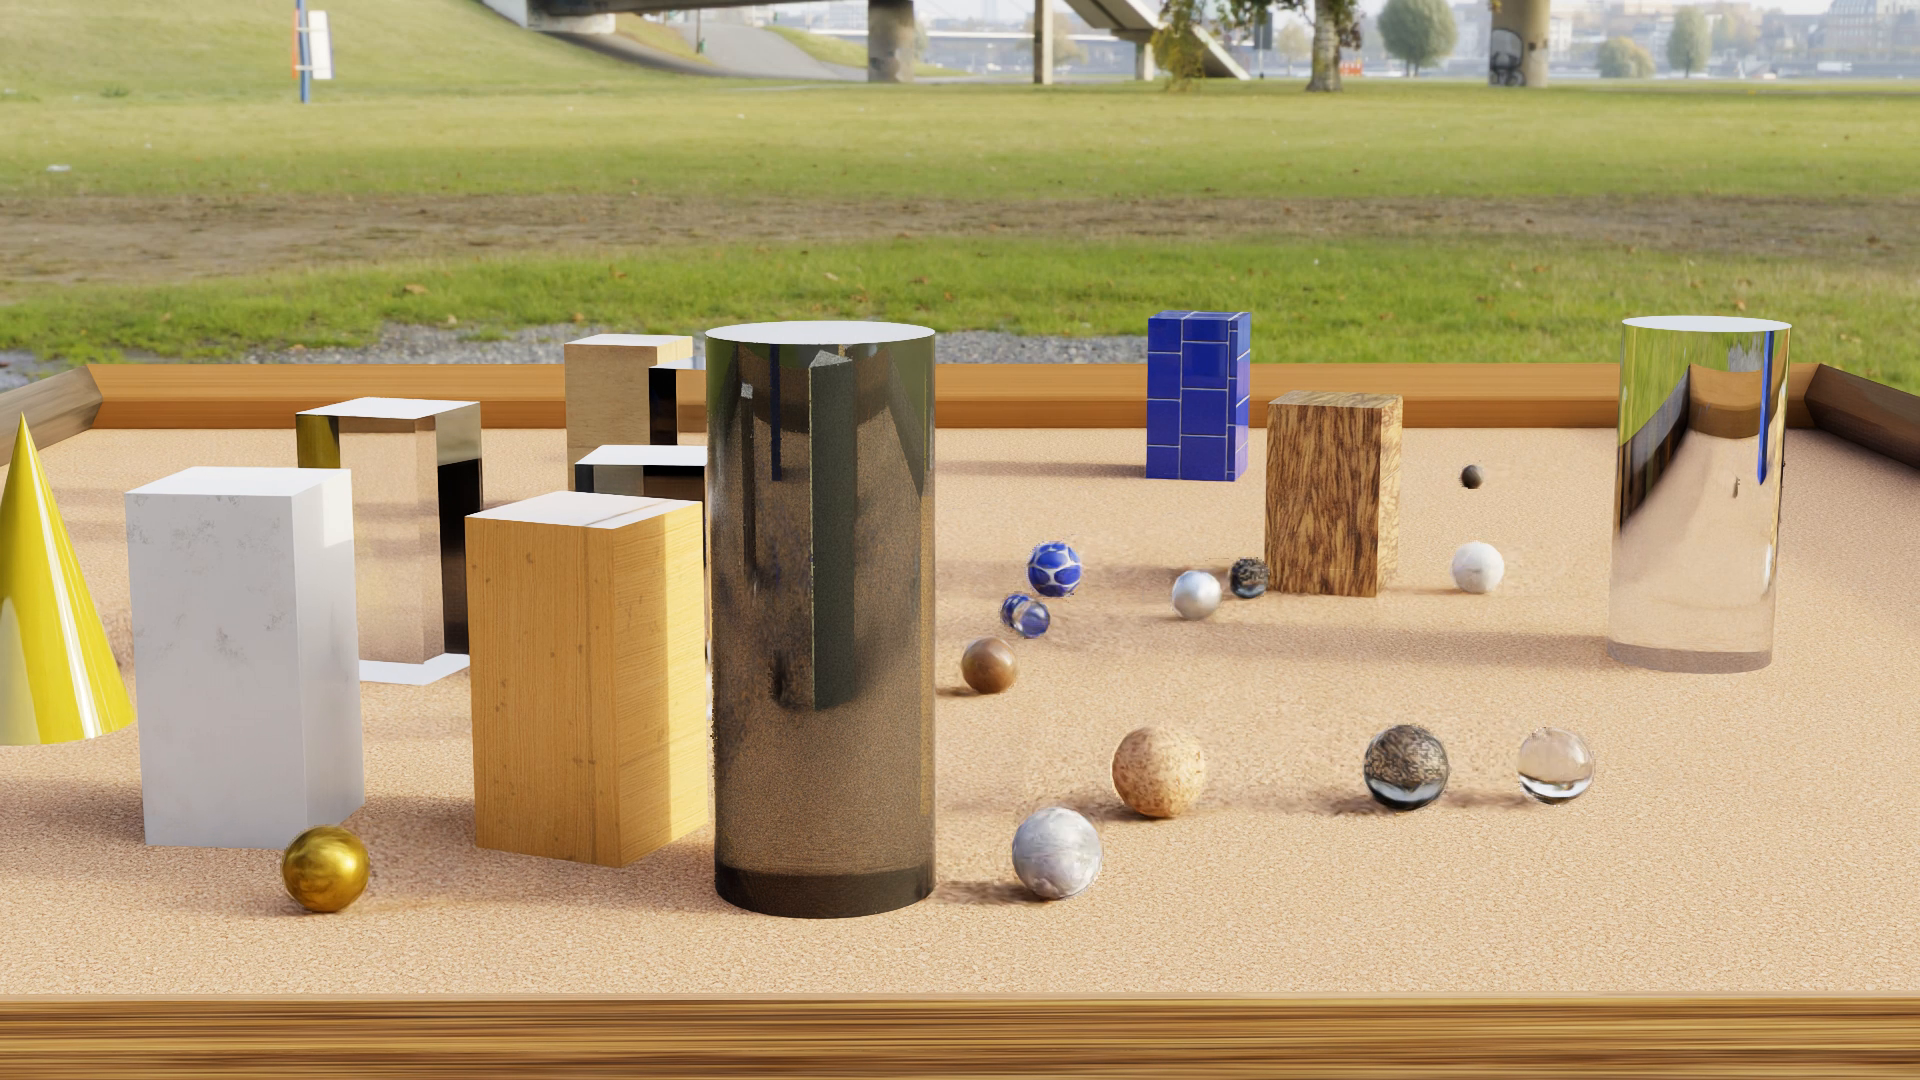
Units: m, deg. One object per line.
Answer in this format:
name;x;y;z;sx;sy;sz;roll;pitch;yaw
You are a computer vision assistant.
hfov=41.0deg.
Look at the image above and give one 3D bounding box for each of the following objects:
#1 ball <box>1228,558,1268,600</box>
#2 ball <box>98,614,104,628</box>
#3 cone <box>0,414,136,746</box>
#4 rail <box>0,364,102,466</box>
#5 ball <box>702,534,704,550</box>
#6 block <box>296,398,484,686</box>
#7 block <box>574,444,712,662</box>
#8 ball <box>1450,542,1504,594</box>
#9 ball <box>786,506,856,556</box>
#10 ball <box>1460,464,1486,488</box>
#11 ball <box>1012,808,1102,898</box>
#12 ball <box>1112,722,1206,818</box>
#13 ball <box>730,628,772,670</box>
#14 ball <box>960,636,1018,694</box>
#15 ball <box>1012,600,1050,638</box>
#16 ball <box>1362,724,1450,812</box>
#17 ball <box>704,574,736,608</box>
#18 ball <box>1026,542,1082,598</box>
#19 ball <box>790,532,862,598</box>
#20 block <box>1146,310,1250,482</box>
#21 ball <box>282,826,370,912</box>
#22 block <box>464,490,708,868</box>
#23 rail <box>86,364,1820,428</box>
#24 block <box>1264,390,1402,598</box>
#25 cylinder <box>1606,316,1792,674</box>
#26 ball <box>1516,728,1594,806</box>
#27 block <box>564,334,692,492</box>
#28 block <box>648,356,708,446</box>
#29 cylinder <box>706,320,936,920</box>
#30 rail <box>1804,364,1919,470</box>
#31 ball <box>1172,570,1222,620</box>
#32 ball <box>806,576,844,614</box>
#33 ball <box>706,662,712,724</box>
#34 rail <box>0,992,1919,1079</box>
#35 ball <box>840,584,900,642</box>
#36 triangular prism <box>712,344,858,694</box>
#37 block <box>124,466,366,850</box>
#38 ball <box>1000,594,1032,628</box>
ball;0.398;0.053;3.547;0.056;0.056;0.056;0;10;0
ball;-1.101;0.112;3.180;0.075;0.075;0.075;0;10;0
cone;-1.030;0.032;2.849;0.199;0.352;0.199;0;10;0
rail;-1.736;0.035;3.439;0.045;0.130;3.594;0;10;0
ball;-0.411;0.003;3.792;0.068;0.068;0.068;0;10;0
block;-0.688;-0.002;3.123;0.160;0.320;0.160;3;11;17
block;-0.383;0.017;3.214;0.160;0.250;0.160;1;11;4
ball;0.723;0.038;3.584;0.073;0.073;0.073;0;10;0
ball;-0.201;0.001;3.710;0.100;0.100;0.100;0;10;0
ball;0.894;-0.111;4.473;0.042;0.042;0.042;0;10;0
ball;0.085;0.277;2.272;0.080;0.080;0.080;0;10;0
ball;0.195;0.226;2.517;0.092;0.092;0.092;0;10;0
ball;-0.254;0.134;3.126;0.052;0.052;0.052;0;10;0
ball;0.035;0.147;3.012;0.068;0.068;0.068;0;10;0
ball;0.092;0.101;3.306;0.049;0.049;0.049;0;10;0
ball;0.441;0.225;2.538;0.085;0.085;0.085;0;10;0
ball;-0.327;0.070;3.489;0.046;0.046;0.046;0;10;0
ball;0.131;0.041;3.557;0.077;0.077;0.077;0;10;0
ball;-0.184;0.038;3.512;0.099;0.099;0.099;0;10;0
block;0.430;-0.261;4.618;0.160;0.286;0.160;3;11;14
ball;-0.552;0.287;2.237;0.074;0.074;0.074;0;10;0
block;-0.351;0.127;2.433;0.160;0.317;0.160;5;11;24
rail;-0.010;-0.289;5.192;3.520;0.130;0.045;0;10;0
block;0.529;-0.068;3.633;0.160;0.265;0.160;4;11;19
cylinder;0.911;-0.060;3.172;0.199;0.416;0.199;0;10;0
ball;0.593;0.226;2.558;0.076;0.076;0.076;0;10;0
block;-0.540;-0.186;4.212;0.160;0.286;0.160;3;11;14
block;-0.360;-0.124;3.873;0.160;0.286;0.160;4;11;18
cylinder;-0.121;0.065;2.271;0.199;0.498;0.199;0;10;0
rail;1.736;0.032;3.459;0.045;0.130;3.594;0;10;0
ball;0.314;0.073;3.409;0.067;0.067;0.067;0;10;0
ball;-0.181;0.074;3.446;0.052;0.052;0.052;0;10;0
ball;-0.296;0.171;2.862;0.074;0.074;0.074;0;10;0
rail;0.010;0.356;1.705;3.520;0.130;0.045;0;10;0
ball;-0.115;0.093;3.277;0.076;0.076;0.076;0;10;0
triangular prism;-0.187;-0.030;3.068;0.173;0.395;0.150;2;11;13
block;-0.683;0.110;2.468;0.160;0.338;0.160;1;11;6
ball;0.077;0.094;3.355;0.047;0.047;0.047;0;10;0
